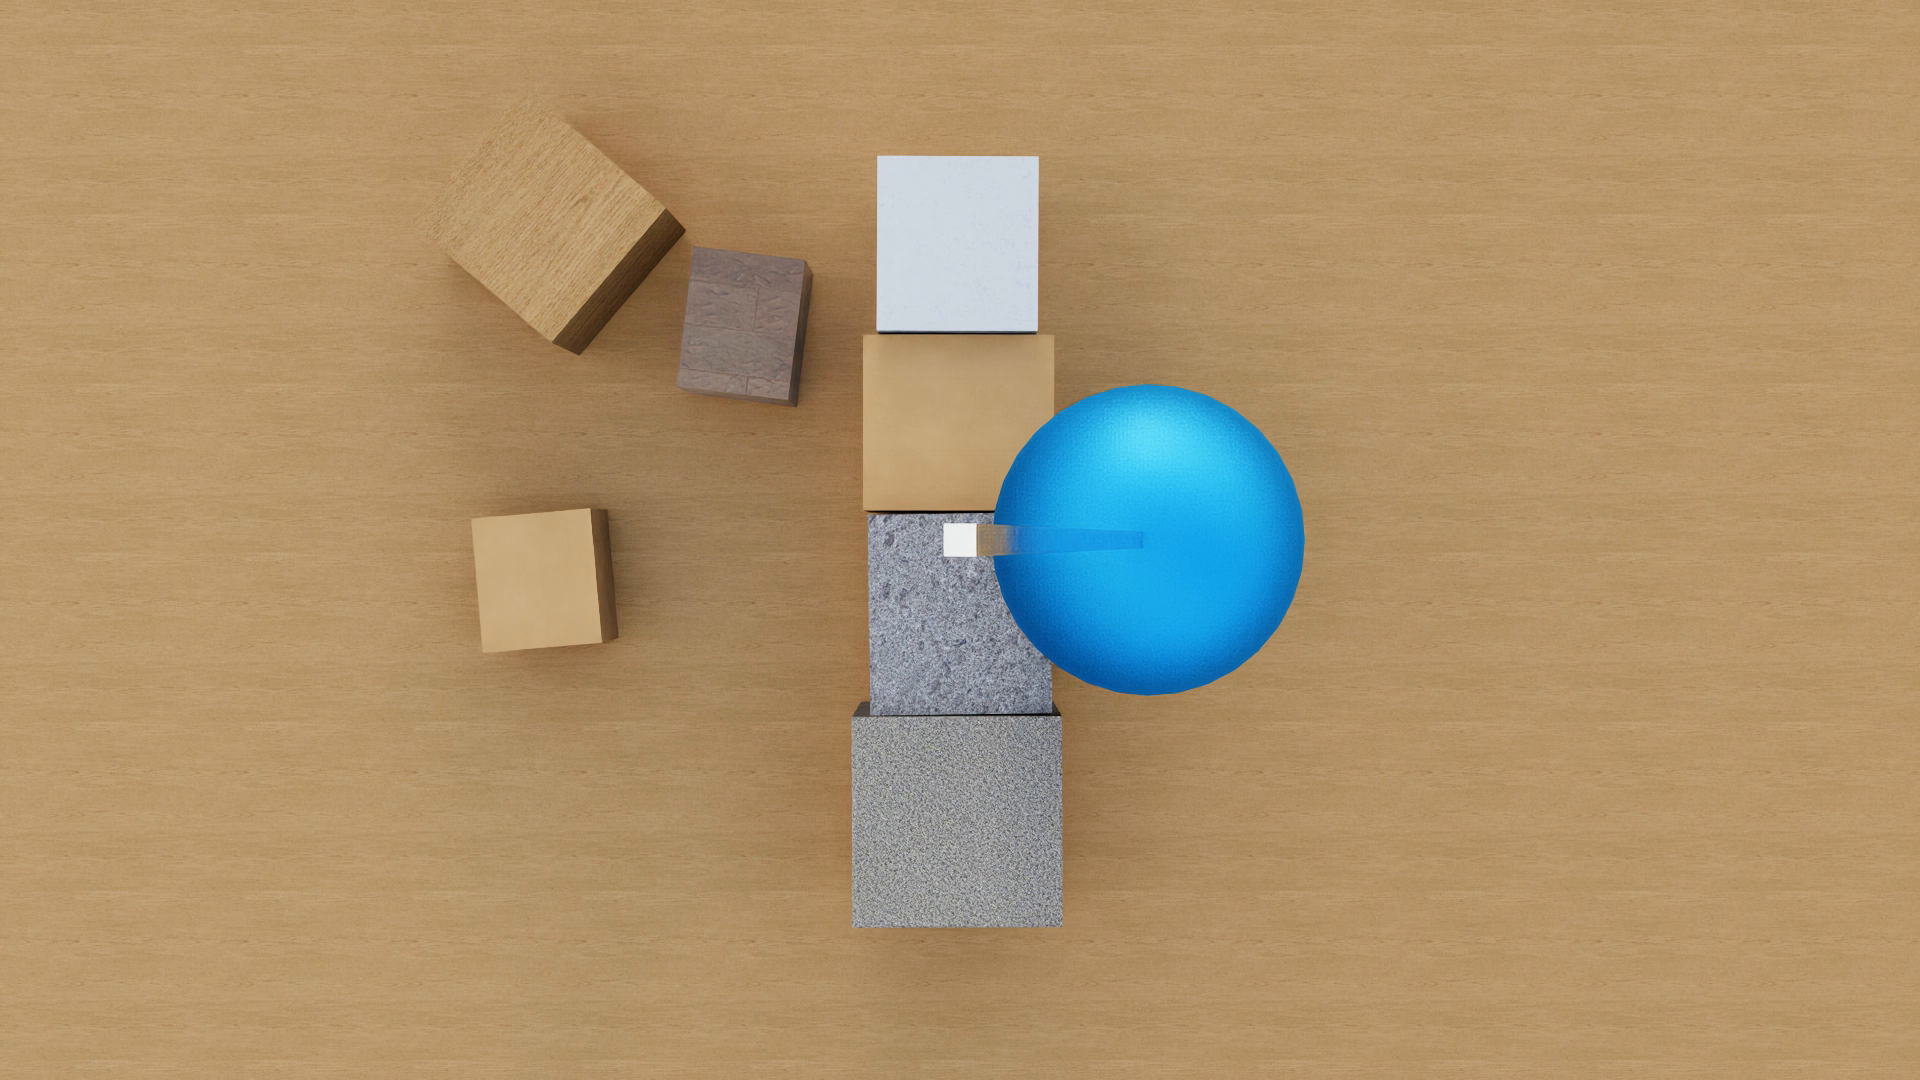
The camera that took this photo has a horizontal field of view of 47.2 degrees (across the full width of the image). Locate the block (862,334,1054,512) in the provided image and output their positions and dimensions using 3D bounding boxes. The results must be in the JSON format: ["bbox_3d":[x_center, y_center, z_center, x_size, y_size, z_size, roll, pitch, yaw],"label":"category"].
[{"bbox_3d":[-0.008,-0.647,12.554,1.053,0.893,0.968,0,90,0],"label":"block"}]

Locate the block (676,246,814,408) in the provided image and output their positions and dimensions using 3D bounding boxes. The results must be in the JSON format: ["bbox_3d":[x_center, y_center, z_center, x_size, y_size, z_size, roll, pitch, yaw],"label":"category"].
[{"bbox_3d":[-1.230,-1.217,12.670,0.632,0.660,0.794,7,90,0],"label":"block"}]

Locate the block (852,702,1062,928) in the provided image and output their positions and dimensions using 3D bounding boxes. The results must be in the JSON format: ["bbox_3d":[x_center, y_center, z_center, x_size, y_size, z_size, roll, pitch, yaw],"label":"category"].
[{"bbox_3d":[-0.015,1.523,12.433,1.136,1.134,1.137,0,90,0],"label":"block"}]

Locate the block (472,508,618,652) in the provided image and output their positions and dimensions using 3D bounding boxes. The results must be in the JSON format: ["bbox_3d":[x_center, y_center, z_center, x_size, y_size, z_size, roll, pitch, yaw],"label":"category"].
[{"bbox_3d":[-2.387,0.229,12.696,0.673,0.608,0.759,-5,90,0],"label":"block"}]

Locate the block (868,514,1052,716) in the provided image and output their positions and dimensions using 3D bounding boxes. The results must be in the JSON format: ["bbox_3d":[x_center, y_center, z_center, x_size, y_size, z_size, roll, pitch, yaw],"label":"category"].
[{"bbox_3d":[-0.001,0.401,12.469,0.987,1.062,1.090,-1,90,0],"label":"block"}]

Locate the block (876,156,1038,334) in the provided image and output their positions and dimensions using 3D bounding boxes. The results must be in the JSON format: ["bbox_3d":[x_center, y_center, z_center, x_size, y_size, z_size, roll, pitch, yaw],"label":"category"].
[{"bbox_3d":[-0.013,-1.618,12.497,0.878,1.006,0.951,0,90,0],"label":"block"}]

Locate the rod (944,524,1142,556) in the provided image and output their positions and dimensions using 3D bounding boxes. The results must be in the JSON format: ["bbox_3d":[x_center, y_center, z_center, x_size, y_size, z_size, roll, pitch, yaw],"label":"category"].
[{"bbox_3d":[0.417,0.000,7.938,0.080,5.200,0.080,0,90,9],"label":"rod"}]

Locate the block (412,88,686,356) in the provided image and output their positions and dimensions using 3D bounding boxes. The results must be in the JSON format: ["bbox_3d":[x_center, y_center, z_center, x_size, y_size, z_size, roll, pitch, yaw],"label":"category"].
[{"bbox_3d":[-2.323,-1.790,12.556,1.020,0.888,0.975,40,90,0],"label":"block"}]

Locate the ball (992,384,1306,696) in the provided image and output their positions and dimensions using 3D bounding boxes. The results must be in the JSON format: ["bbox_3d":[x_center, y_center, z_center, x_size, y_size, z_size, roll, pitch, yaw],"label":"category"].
[{"bbox_3d":[0.962,0.000,11.294,1.600,1.600,1.600,0,90,0],"label":"ball"}]
